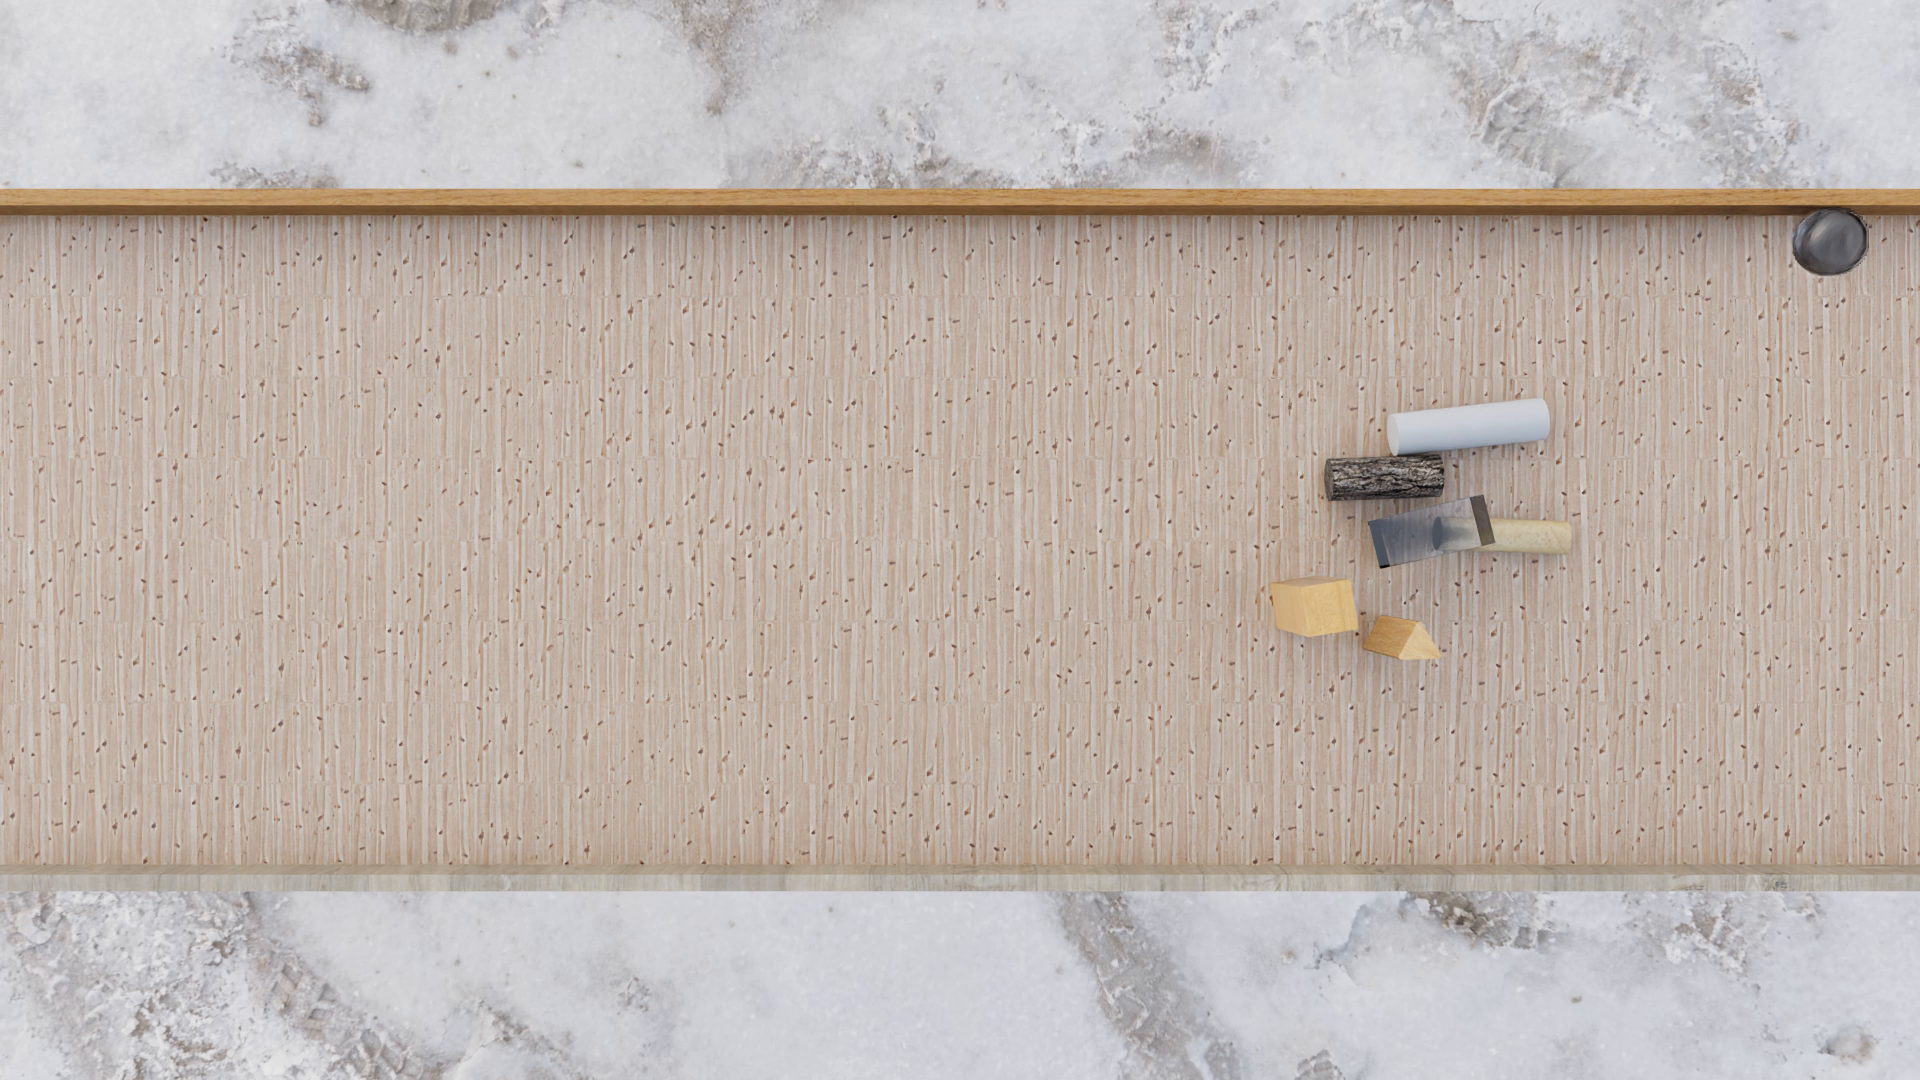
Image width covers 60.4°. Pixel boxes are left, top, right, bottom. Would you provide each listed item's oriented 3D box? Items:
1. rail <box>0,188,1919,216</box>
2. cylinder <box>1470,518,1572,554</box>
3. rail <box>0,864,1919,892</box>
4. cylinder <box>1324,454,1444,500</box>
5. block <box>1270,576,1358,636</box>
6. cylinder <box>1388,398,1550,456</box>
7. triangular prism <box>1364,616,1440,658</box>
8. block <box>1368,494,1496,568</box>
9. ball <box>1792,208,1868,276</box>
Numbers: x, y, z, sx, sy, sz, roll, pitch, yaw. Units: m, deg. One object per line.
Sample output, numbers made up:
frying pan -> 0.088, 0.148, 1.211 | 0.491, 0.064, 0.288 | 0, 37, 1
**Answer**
rail -> -2.247, -1.025, 5.002 | 12.000, 0.150, 0.050 | 0, 90, 0
cylinder -> 1.658, -0.015, 5.025 | 0.375, 0.103, 0.103 | 3, 90, 0
rail -> -2.247, 1.025, 5.001 | 12.000, 0.150, 0.050 | 0, 90, 0
cylinder -> 1.287, -0.189, 5.012 | 0.333, 0.129, 0.129 | -2, 90, 0
block -> 1.036, 0.191, 4.849 | 0.142, 0.455, 0.142 | -9, 90, 0
cylinder -> 1.542, -0.344, 5.012 | 0.455, 0.129, 0.129 | -6, 90, 0
triangular prism -> 1.298, 0.282, 4.867 | 0.119, 0.418, 0.103 | -1, 90, 0
block -> 1.408, -0.024, 4.926 | 0.311, 0.147, 0.147 | -15, 86, 33
ball -> 2.622, -0.898, 4.975 | 0.203, 0.203, 0.203 | 0, 90, 0
